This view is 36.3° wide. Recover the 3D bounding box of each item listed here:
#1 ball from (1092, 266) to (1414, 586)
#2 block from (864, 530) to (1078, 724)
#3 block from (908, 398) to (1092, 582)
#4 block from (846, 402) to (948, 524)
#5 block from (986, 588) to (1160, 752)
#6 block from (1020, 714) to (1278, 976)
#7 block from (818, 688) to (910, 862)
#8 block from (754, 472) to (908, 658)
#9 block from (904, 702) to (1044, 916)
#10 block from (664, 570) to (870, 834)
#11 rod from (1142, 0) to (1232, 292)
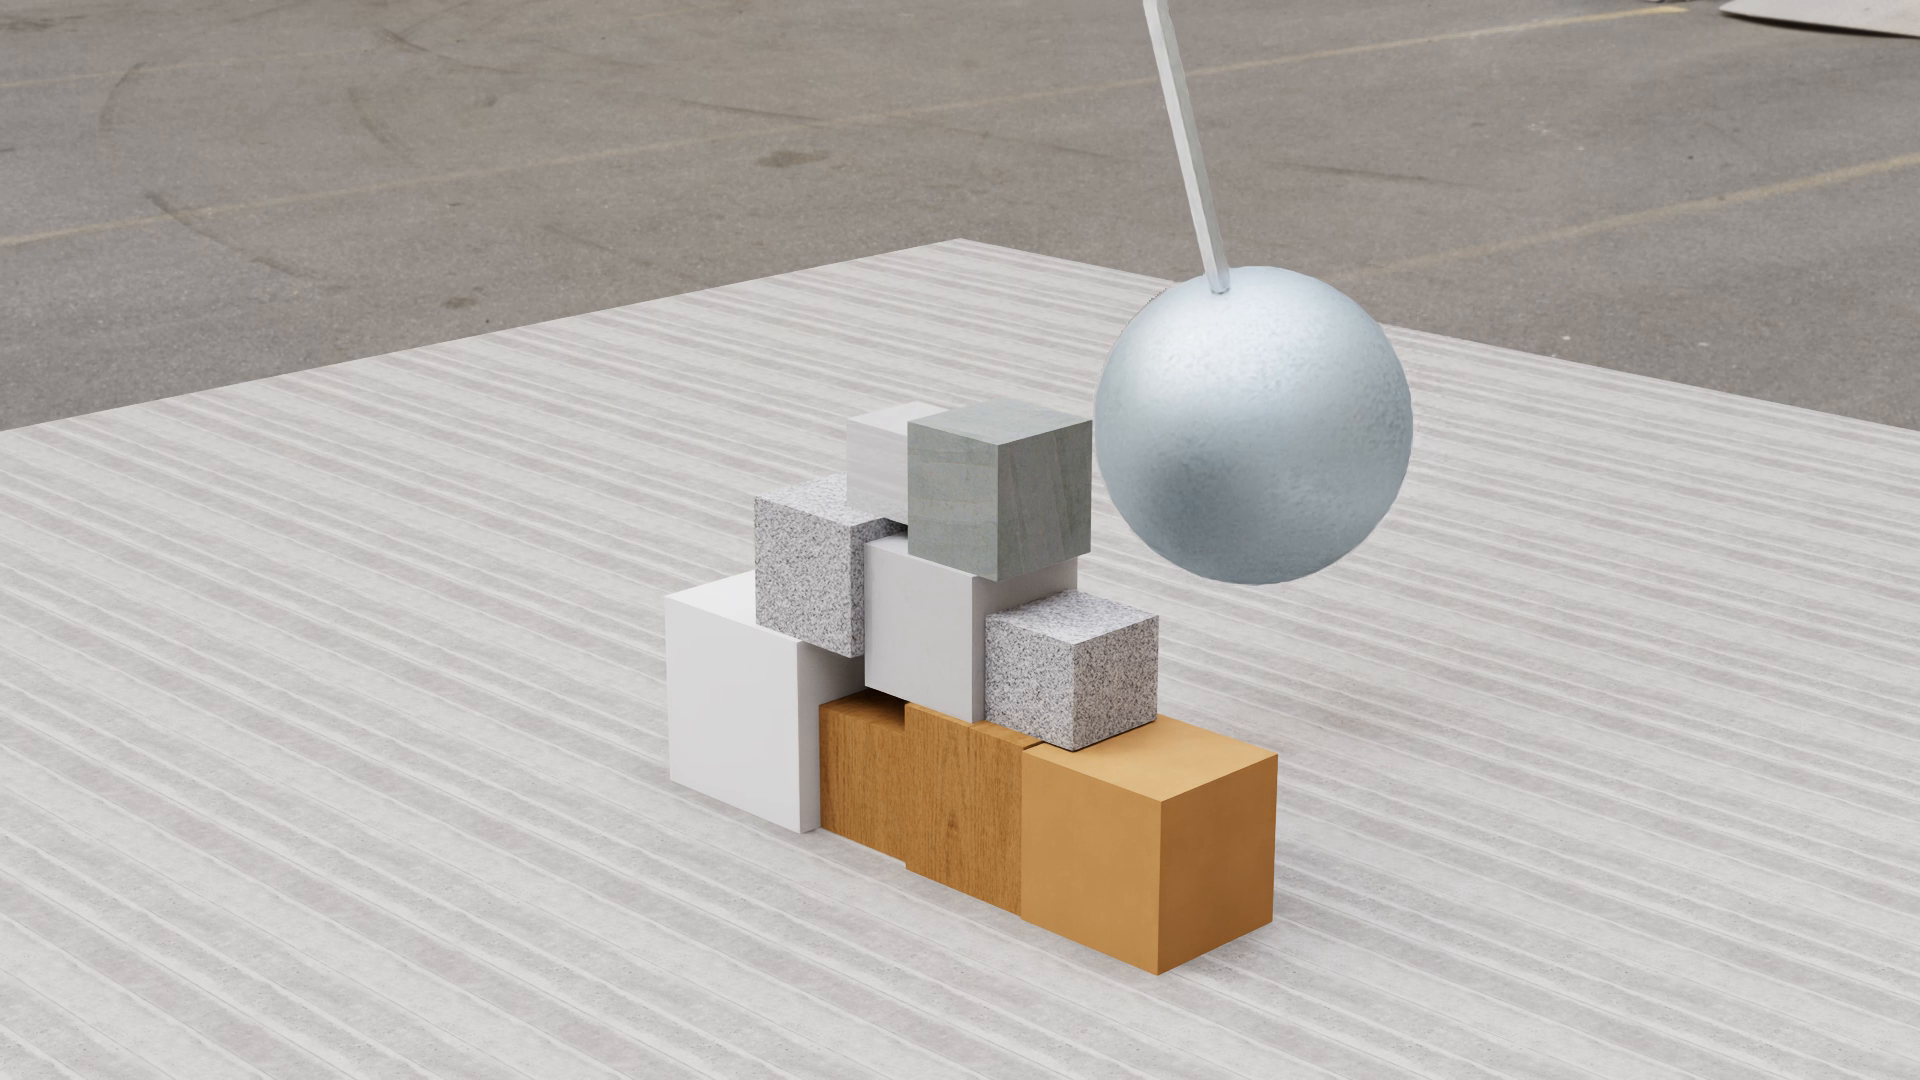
[{"bbox_3d":[1.467,-0.571,14.700,1.600,1.600,1.600,0,17,0],"label":"ball"},{"bbox_3d":[0.049,0.344,13.407,0.683,0.686,0.693,-17,24,-42],"label":"block"},{"bbox_3d":[0.177,-0.235,13.076,0.601,0.617,0.560,-17,24,-42],"label":"block"},{"bbox_3d":[-0.186,-0.348,13.449,0.449,0.417,0.499,-17,25,-42],"label":"block"},{"bbox_3d":[0.496,0.567,13.022,0.552,0.491,0.533,-17,24,-42],"label":"block"},{"bbox_3d":[0.826,1.304,12.864,0.769,0.798,0.805,-17,24,-42],"label":"block"},{"bbox_3d":[-0.201,1.068,13.909,0.681,0.622,0.629,-17,24,-42],"label":"block"},{"bbox_3d":[-0.450,0.083,13.816,0.794,0.632,0.661,-17,25,-42],"label":"block"},{"bbox_3d":[0.291,1.127,13.410,0.786,0.809,0.744,-17,24,-42],"label":"block"},{"bbox_3d":[-0.790,0.741,14.383,0.875,0.962,0.962,-17,24,-42],"label":"block"},{"bbox_3d":[0.636,-3.365,12.950,0.080,5.200,0.080,17,44,42],"label":"rod"}]
